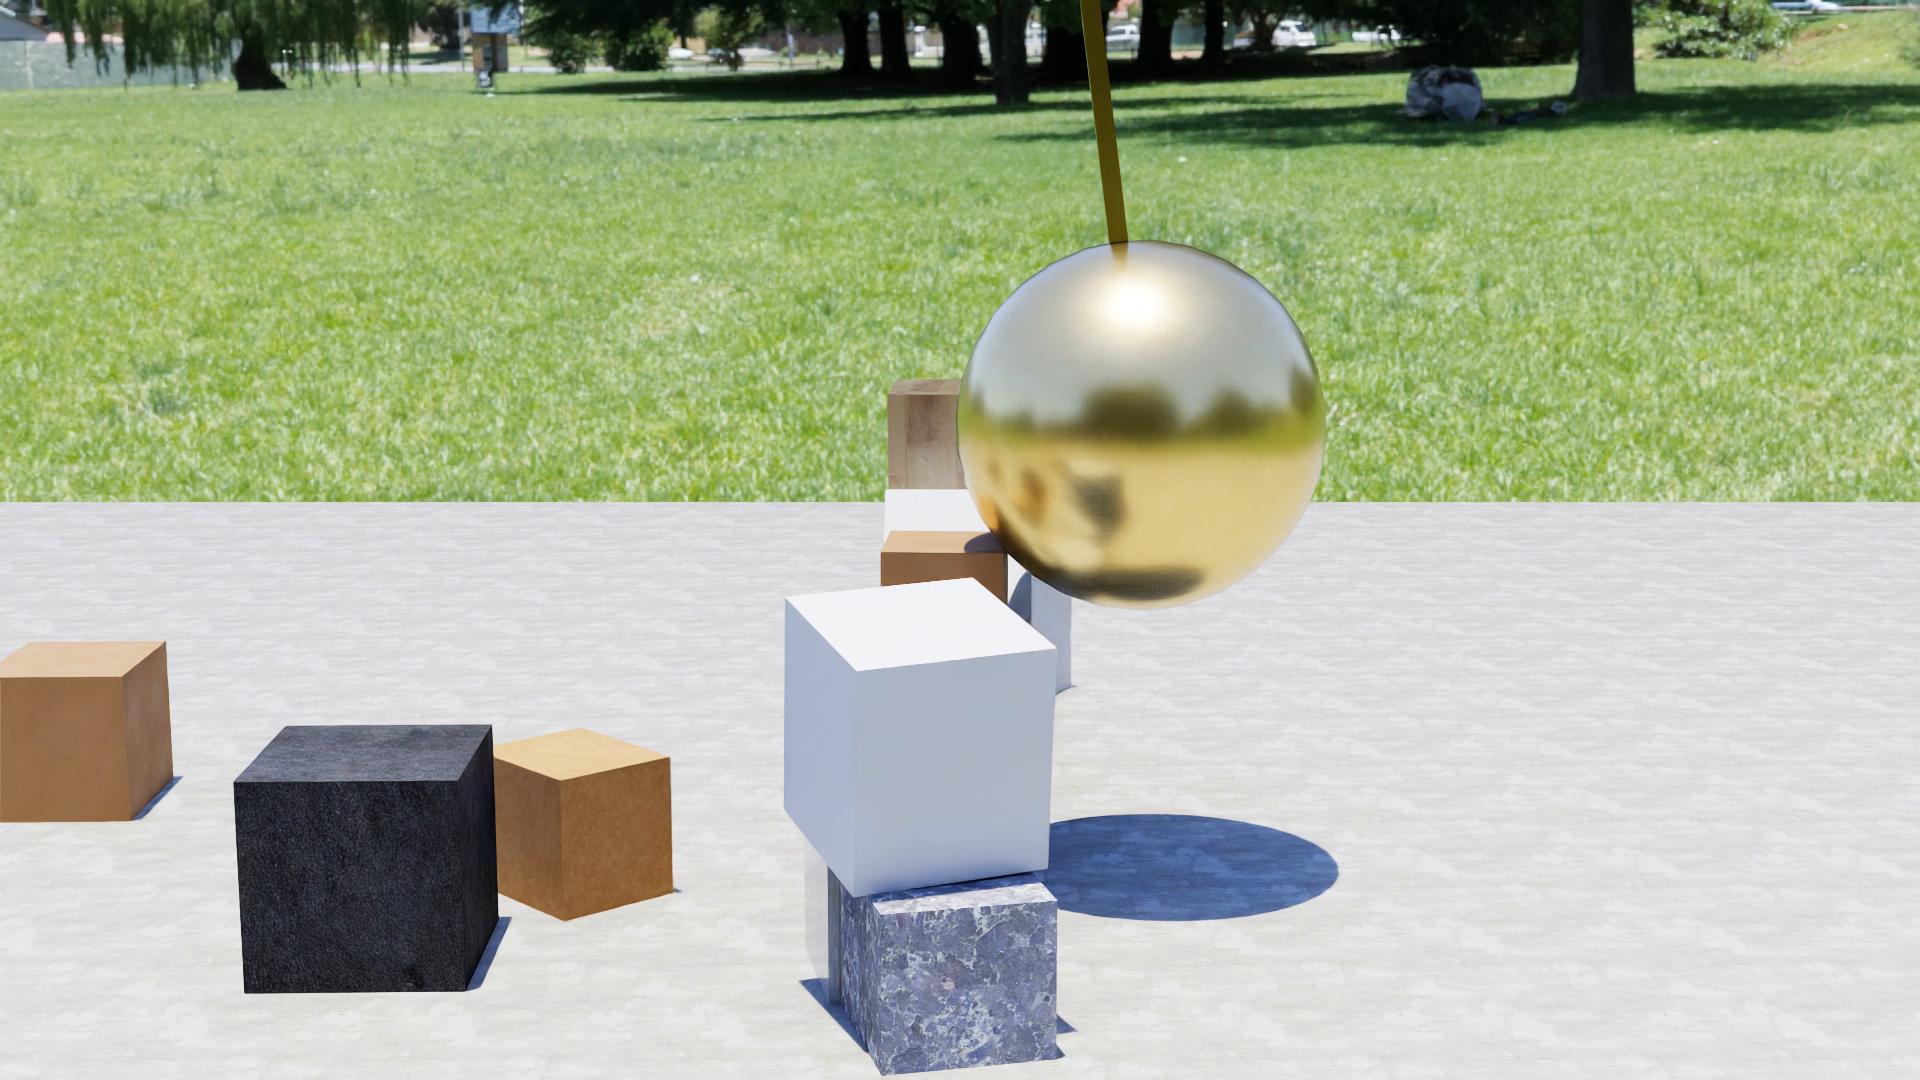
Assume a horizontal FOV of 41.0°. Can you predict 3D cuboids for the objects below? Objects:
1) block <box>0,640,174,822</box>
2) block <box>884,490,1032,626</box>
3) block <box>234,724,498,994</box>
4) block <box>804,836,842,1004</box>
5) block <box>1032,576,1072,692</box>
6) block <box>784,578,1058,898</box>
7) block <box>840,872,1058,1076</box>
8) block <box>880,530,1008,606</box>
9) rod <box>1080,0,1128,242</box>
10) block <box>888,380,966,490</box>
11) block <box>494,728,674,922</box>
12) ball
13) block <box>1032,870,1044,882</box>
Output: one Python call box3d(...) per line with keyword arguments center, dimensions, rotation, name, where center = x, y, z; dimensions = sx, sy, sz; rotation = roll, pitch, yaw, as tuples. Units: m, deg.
box3d(center=(-4.294, 0.924, 12.504), dimensions=(0.675, 0.709, 0.768), rotation=(0, 10, -2), name="block")
box3d(center=(-0.003, 0.206, 12.227), dimensions=(0.687, 0.647, 0.725), rotation=(0, -24, 2), name="block")
box3d(center=(-2.353, 1.259, 10.276), dimensions=(0.851, 0.847, 0.863), rotation=(0, 10, -1), name="block")
box3d(center=(-0.224, 1.375, 10.126), dimensions=(0.696, 0.672, 0.642), rotation=(-2, 11, -11), name="block")
box3d(center=(0.175, 0.516, 14.694), dimensions=(0.663, 0.720, 0.702), rotation=(7, 12, 33), name="block")
box3d(center=(-0.167, 0.713, 9.546), dimensions=(0.760, 0.868, 0.813), rotation=(-6, 19, -21), name="block")
box3d(center=(-0.052, 1.532, 9.467), dimensions=(0.645, 0.598, 0.714), rotation=(-3, 11, -14), name="block")
box3d(center=(-0.064, 0.275, 11.426), dimensions=(0.534, 0.545, 0.535), rotation=(1, 10, 3), name="block")
box3d(center=(0.338, -3.811, 10.487), dimensions=(0.080, 5.200, 0.080), rotation=(-7, 10, 1), name="rod")
box3d(center=(-0.002, -0.425, 12.823), dimensions=(0.672, 0.686, 0.621), rotation=(0, 10, 3), name="block")
box3d(center=(-1.680, 1.221, 11.142), dimensions=(0.563, 0.611, 0.676), rotation=(-9, 14, -42), name="block")
box3d(center=(0.780, -0.494, 11.090), dimensions=(1.600, 1.600, 1.600), rotation=(0, 10, 0), name="ball")
box3d(center=(-0.020, 0.977, 11.638), dimensions=(0.792, 0.914, 0.849), rotation=(0, 10, 1), name="block")
